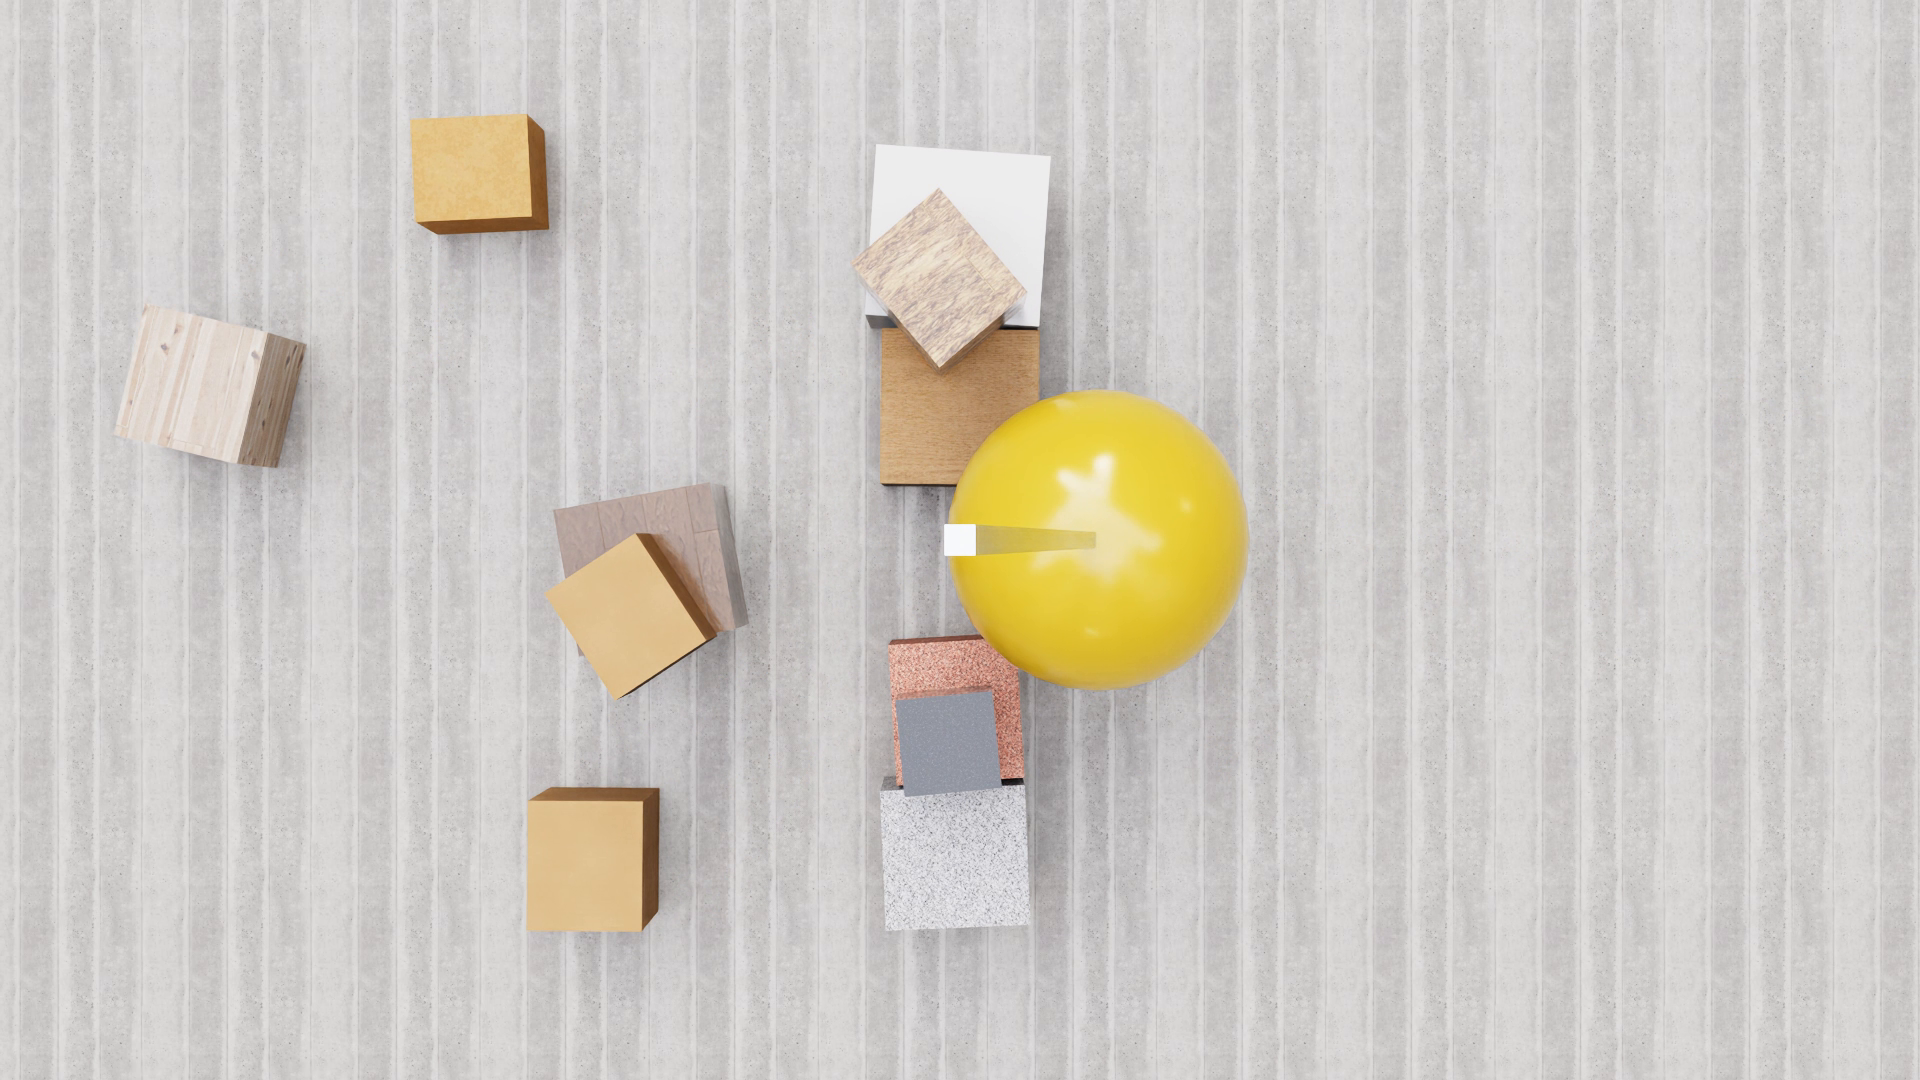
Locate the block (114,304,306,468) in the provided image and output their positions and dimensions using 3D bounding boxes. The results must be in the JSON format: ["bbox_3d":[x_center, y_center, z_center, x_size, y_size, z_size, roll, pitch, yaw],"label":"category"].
[{"bbox_3d":[-4.291,-0.873,12.633,0.704,0.733,0.753,13,90,0],"label":"block"}]

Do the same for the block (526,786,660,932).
[{"bbox_3d":[-2.101,1.826,12.655,0.644,0.691,0.728,0,90,0],"label":"block"}]

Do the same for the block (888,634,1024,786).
[{"bbox_3d":[-0.020,0.959,12.652,0.717,0.697,0.785,-4,90,0],"label":"block"}]

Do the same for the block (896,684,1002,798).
[{"bbox_3d":[-0.062,1.092,12.032,0.522,0.543,0.520,-6,90,0],"label":"block"}]

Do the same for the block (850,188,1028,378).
[{"bbox_3d":[-0.109,-1.368,11.822,0.605,0.743,0.716,-40,90,0],"label":"block"}]

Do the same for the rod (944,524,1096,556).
[{"bbox_3d":[0.315,0.000,8.249,0.080,5.200,0.080,0,90,7],"label":"rod"}]

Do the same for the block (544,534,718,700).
[{"bbox_3d":[-1.775,0.408,11.933,0.579,0.558,0.682,-33,90,0],"label":"block"}]

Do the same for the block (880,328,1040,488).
[{"bbox_3d":[-0.001,-0.746,12.651,0.883,0.697,0.867,1,90,0],"label":"block"}]

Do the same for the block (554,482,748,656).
[{"bbox_3d":[-1.754,0.164,12.606,0.883,0.788,0.828,-10,90,0],"label":"block"}]

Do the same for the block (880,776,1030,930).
[{"bbox_3d":[-0.026,1.769,12.619,0.806,0.763,0.777,-2,90,0],"label":"block"}]

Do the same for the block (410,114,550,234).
[{"bbox_3d":[-2.773,-2.111,12.734,0.662,0.532,0.583,-3,90,0],"label":"block"}]

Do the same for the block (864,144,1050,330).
[{"bbox_3d":[-0.013,-1.690,12.597,0.968,0.806,0.945,4,90,0],"label":"block"}]

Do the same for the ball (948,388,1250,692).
[{"bbox_3d":[0.727,0.000,11.624,1.600,1.600,1.600,0,90,0],"label":"ball"}]
